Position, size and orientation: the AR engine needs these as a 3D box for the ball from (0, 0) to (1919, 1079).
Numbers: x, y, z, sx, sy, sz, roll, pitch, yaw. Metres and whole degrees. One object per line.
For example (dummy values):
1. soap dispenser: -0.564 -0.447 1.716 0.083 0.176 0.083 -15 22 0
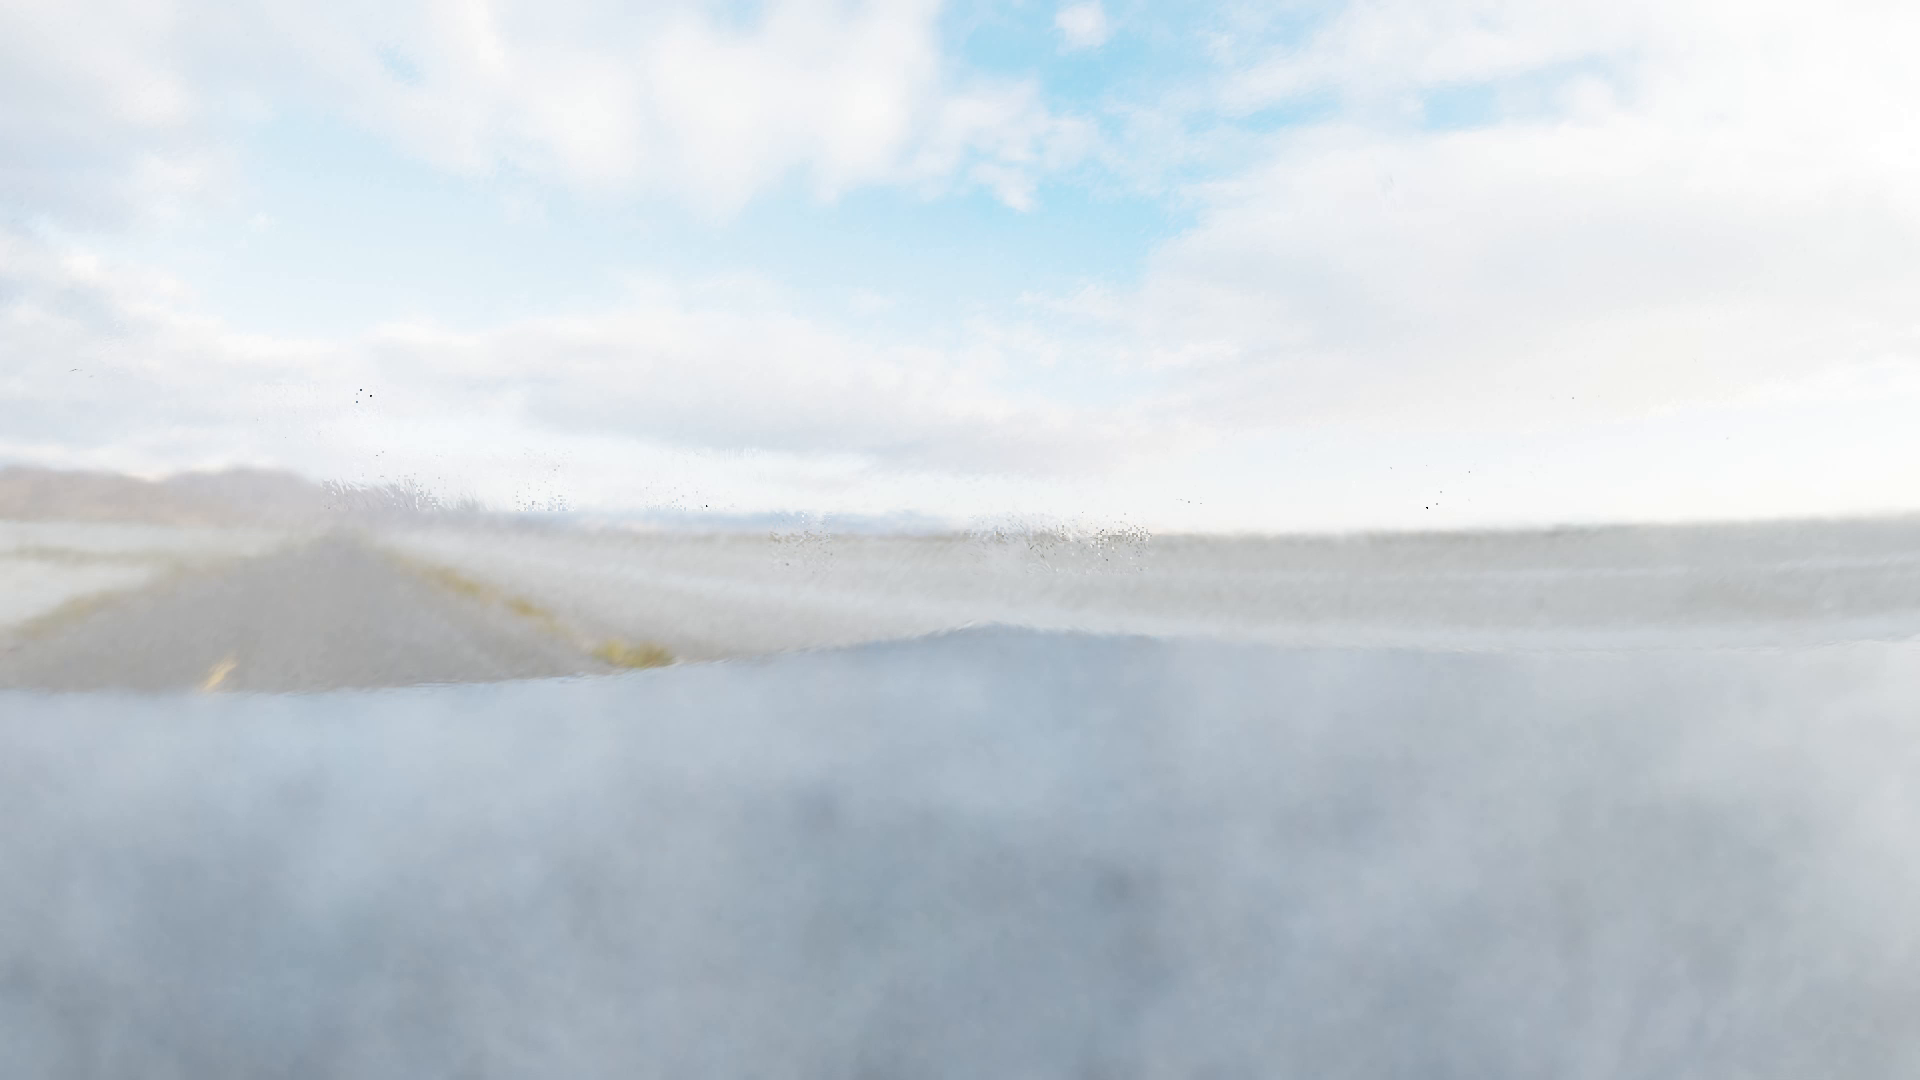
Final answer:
1. ball: 0.000 -0.002 0.056 0.080 0.080 0.080 0 4 0
